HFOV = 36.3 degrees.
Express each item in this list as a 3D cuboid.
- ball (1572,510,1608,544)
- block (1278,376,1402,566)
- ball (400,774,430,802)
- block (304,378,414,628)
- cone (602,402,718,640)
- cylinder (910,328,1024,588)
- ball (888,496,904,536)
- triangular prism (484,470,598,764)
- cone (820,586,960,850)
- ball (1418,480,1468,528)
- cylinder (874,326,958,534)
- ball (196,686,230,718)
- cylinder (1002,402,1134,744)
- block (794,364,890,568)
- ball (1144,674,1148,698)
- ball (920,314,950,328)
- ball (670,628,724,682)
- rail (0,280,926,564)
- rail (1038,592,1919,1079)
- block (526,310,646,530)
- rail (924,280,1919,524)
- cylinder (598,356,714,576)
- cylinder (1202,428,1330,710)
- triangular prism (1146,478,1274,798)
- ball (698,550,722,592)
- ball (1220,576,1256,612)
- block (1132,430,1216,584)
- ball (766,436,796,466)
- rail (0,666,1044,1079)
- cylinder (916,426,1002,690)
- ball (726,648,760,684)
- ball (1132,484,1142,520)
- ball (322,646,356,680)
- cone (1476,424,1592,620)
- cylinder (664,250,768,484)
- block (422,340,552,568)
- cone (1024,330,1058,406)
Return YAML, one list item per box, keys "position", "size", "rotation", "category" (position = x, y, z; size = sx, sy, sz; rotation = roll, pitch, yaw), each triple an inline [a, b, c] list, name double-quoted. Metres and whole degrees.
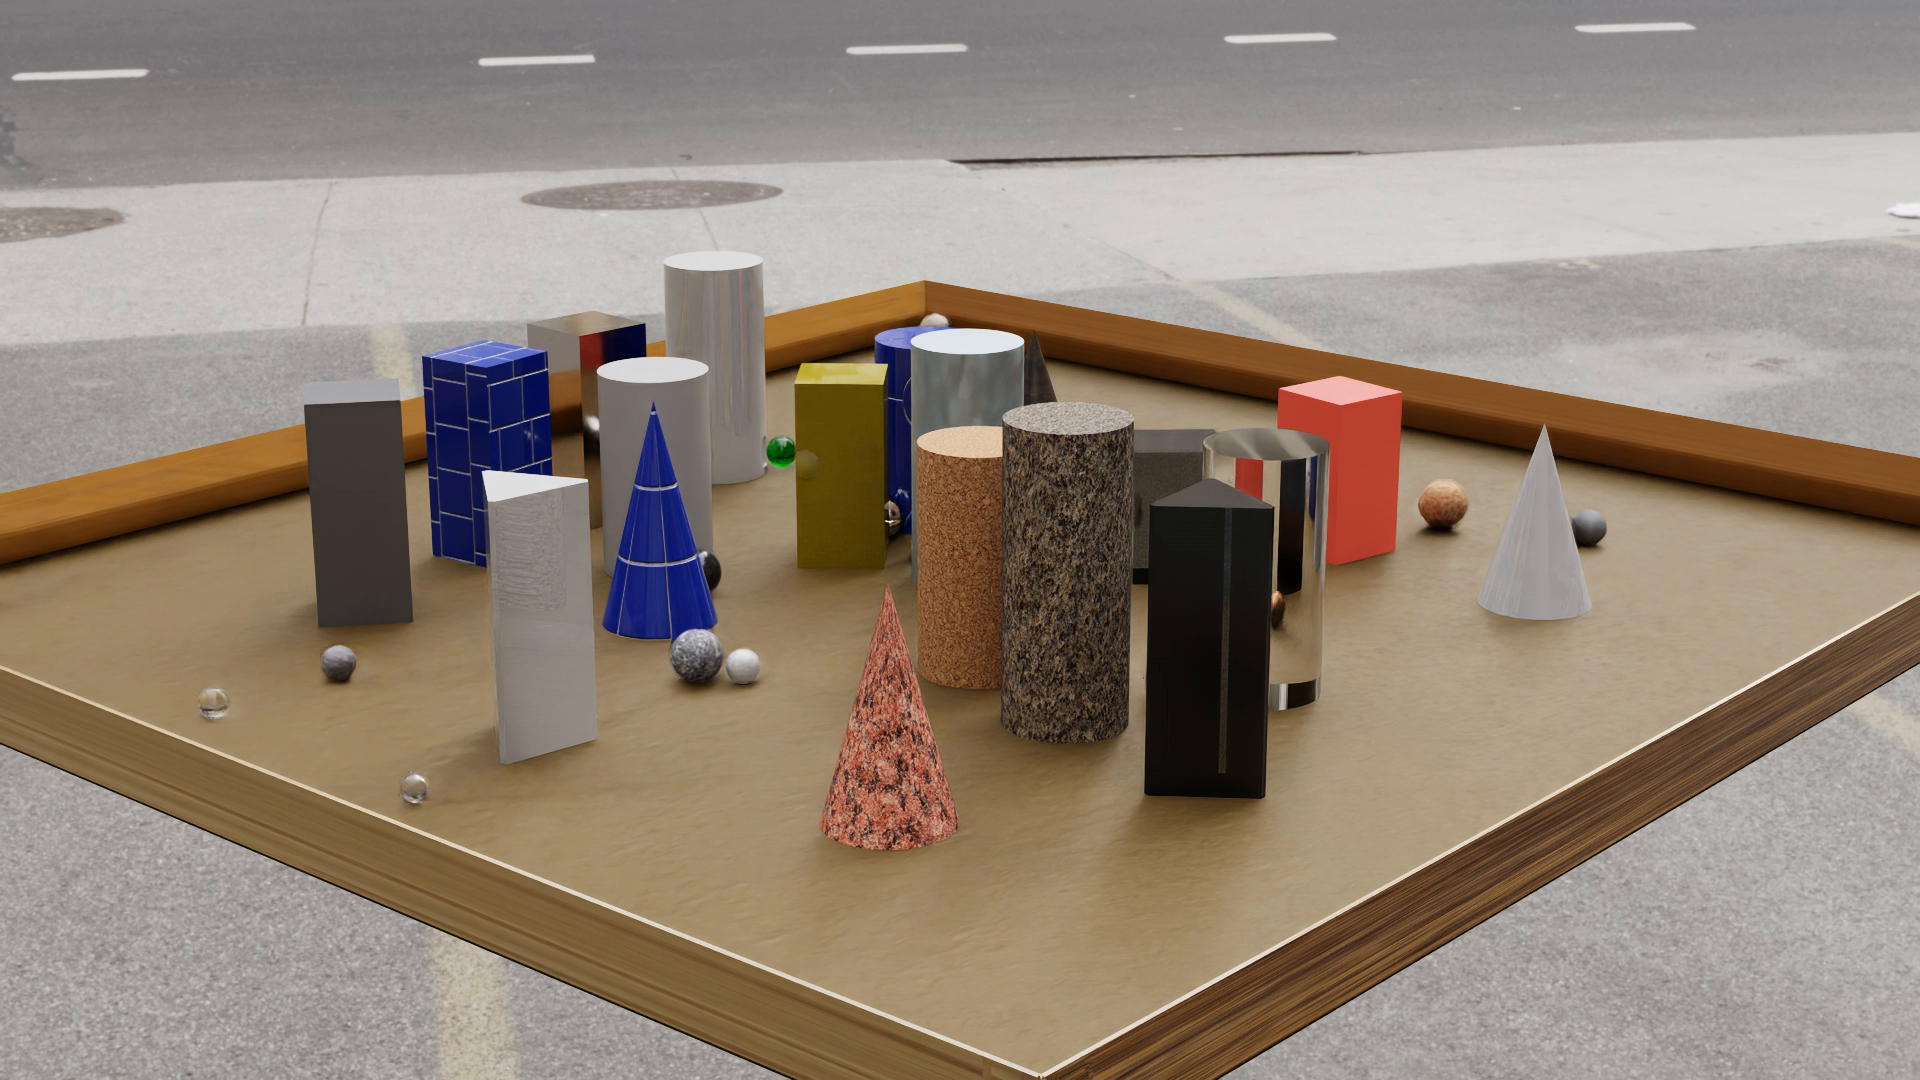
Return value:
- position: [1.162, -0.024, 5.418]
  size: [0.065, 0.065, 0.065]
  rotation: [0, 17, 0]
  category: "ball"
- position: [0.690, -0.128, 5.359]
  size: [0.158, 0.299, 0.158]
  rotation: [-13, 21, -36]
  category: "block"
- position: [-0.782, 0.355, 4.201]
  size: [0.042, 0.042, 0.042]
  rotation: [0, 17, 0]
  category: "ball"
- position: [-1.024, -0.065, 4.993]
  size: [0.158, 0.388, 0.158]
  rotation: [-3, 17, -11]
  category: "block"
- position: [-0.510, -0.047, 4.934]
  size: [0.197, 0.387, 0.197]
  rotation: [0, 17, 0]
  category: "cone"
- position: [0.013, -0.137, 5.151]
  size: [0.197, 0.435, 0.197]
  rotation: [0, 17, 0]
  category: "cylinder"
- position: [-0.145, -0.044, 5.458]
  size: [0.082, 0.082, 0.082]
  rotation: [0, 17, 0]
  category: "ball"
- position: [-0.663, 0.106, 4.396]
  size: [0.171, 0.406, 0.148]
  rotation: [-14, 22, -40]
  category: "triangular prism"
- position: [-0.099, 0.228, 4.078]
  size: [0.197, 0.356, 0.197]
  rotation: [0, 17, 0]
  category: "cone"
- position: [0.909, -0.067, 5.518]
  size: [0.090, 0.090, 0.090]
  rotation: [0, 17, 0]
  category: "ball"
- position: [-0.061, -0.208, 5.525]
  size: [0.197, 0.355, 0.197]
  rotation: [0, 17, 0]
  category: "cylinder"
- position: [-1.155, 0.251, 4.535]
  size: [0.049, 0.049, 0.049]
  rotation: [0, 17, 0]
  category: "ball"
- position: [0.162, 0.048, 4.455]
  size: [0.197, 0.482, 0.197]
  rotation: [0, 17, 0]
  category: "cylinder"
- position: [-0.212, -0.135, 5.308]
  size: [0.158, 0.341, 0.158]
  rotation: [0, 17, 2]
  category: "block"
- position: [0.330, 0.226, 4.550]
  size: [0.088, 0.088, 0.088]
  rotation: [0, 17, 0]
  category: "ball"
- position: [-0.059, -0.504, 6.998]
  size: [0.072, 0.072, 0.072]
  rotation: [0, 17, 0]
  category: "ball"
- position: [-0.421, 0.184, 4.693]
  size: [0.085, 0.085, 0.085]
  rotation: [0, 17, 0]
  category: "ball"
- position: [-1.059, -0.233, 6.000]
  size: [0.045, 0.128, 3.022]
  rotation: [14, 22, 39]
  category: "rail"
- position: [1.059, 0.297, 4.240]
  size: [0.045, 0.128, 3.022]
  rotation: [14, 22, 39]
  category: "rail"
- position: [-0.702, -0.229, 5.563]
  size: [0.158, 0.373, 0.158]
  rotation: [16, 23, 42]
  category: "block"
- position: [0.975, -0.292, 6.195]
  size: [2.852, 0.128, 0.045]
  rotation: [14, 22, 39]
  category: "rail"
- position: [-0.543, -0.126, 5.238]
  size: [0.197, 0.365, 0.197]
  rotation: [0, 17, 0]
  category: "cylinder"
- position: [0.475, 0.044, 4.605]
  size: [0.197, 0.404, 0.197]
  rotation: [0, 17, 0]
  category: "cylinder"
- position: [0.358, 0.140, 4.234]
  size: [0.171, 0.435, 0.148]
  rotation: [1, 17, 4]
  category: "triangular prism"
- position: [-0.457, 0.057, 5.122]
  size: [0.082, 0.082, 0.082]
  rotation: [0, 17, 0]
  category: "ball"
- position: [0.477, 0.093, 5.039]
  size: [0.060, 0.060, 0.060]
  rotation: [0, 17, 0]
  category: "ball"
- position: [0.382, -0.060, 5.233]
  size: [0.158, 0.242, 0.158]
  rotation: [-1, 17, -2]
  category: "block"
- position: [-0.361, -0.180, 5.939]
  size: [0.062, 0.062, 0.062]
  rotation: [0, 17, 0]
  category: "ball"
- position: [-0.975, 0.356, 4.045]
  size: [2.852, 0.128, 0.045]
  rotation: [14, 22, 39]
  category: "rail"
- position: [0.030, 0.026, 4.704]
  size: [0.197, 0.381, 0.197]
  rotation: [0, 17, 0]
  category: "cylinder"
- position: [-0.347, 0.201, 4.688]
  size: [0.055, 0.055, 0.055]
  rotation: [0, 17, 0]
  category: "ball"
- position: [0.299, -0.071, 5.532]
  size: [0.090, 0.090, 0.090]
  rotation: [0, 17, 0]
  category: "ball"
- position: [-0.996, 0.197, 4.703]
  size: [0.056, 0.056, 0.056]
  rotation: [0, 17, 0]
  category: "ball"
- position: [0.997, -0.046, 5.047]
  size: [0.197, 0.321, 0.197]
  rotation: [0, 17, 0]
  category: "cone"
- position: [-0.487, -0.345, 5.850]
  size: [0.197, 0.431, 0.197]
  rotation: [0, 17, 0]
  category: "cylinder"
- position: [-0.854, -0.157, 5.325]
  size: [0.158, 0.373, 0.158]
  rotation: [11, 20, 33]
  category: "block"
- position: [0.146, -0.264, 5.789]
  size: [0.197, 0.311, 0.197]
  rotation: [0, 17, 0]
  category: "cone"
